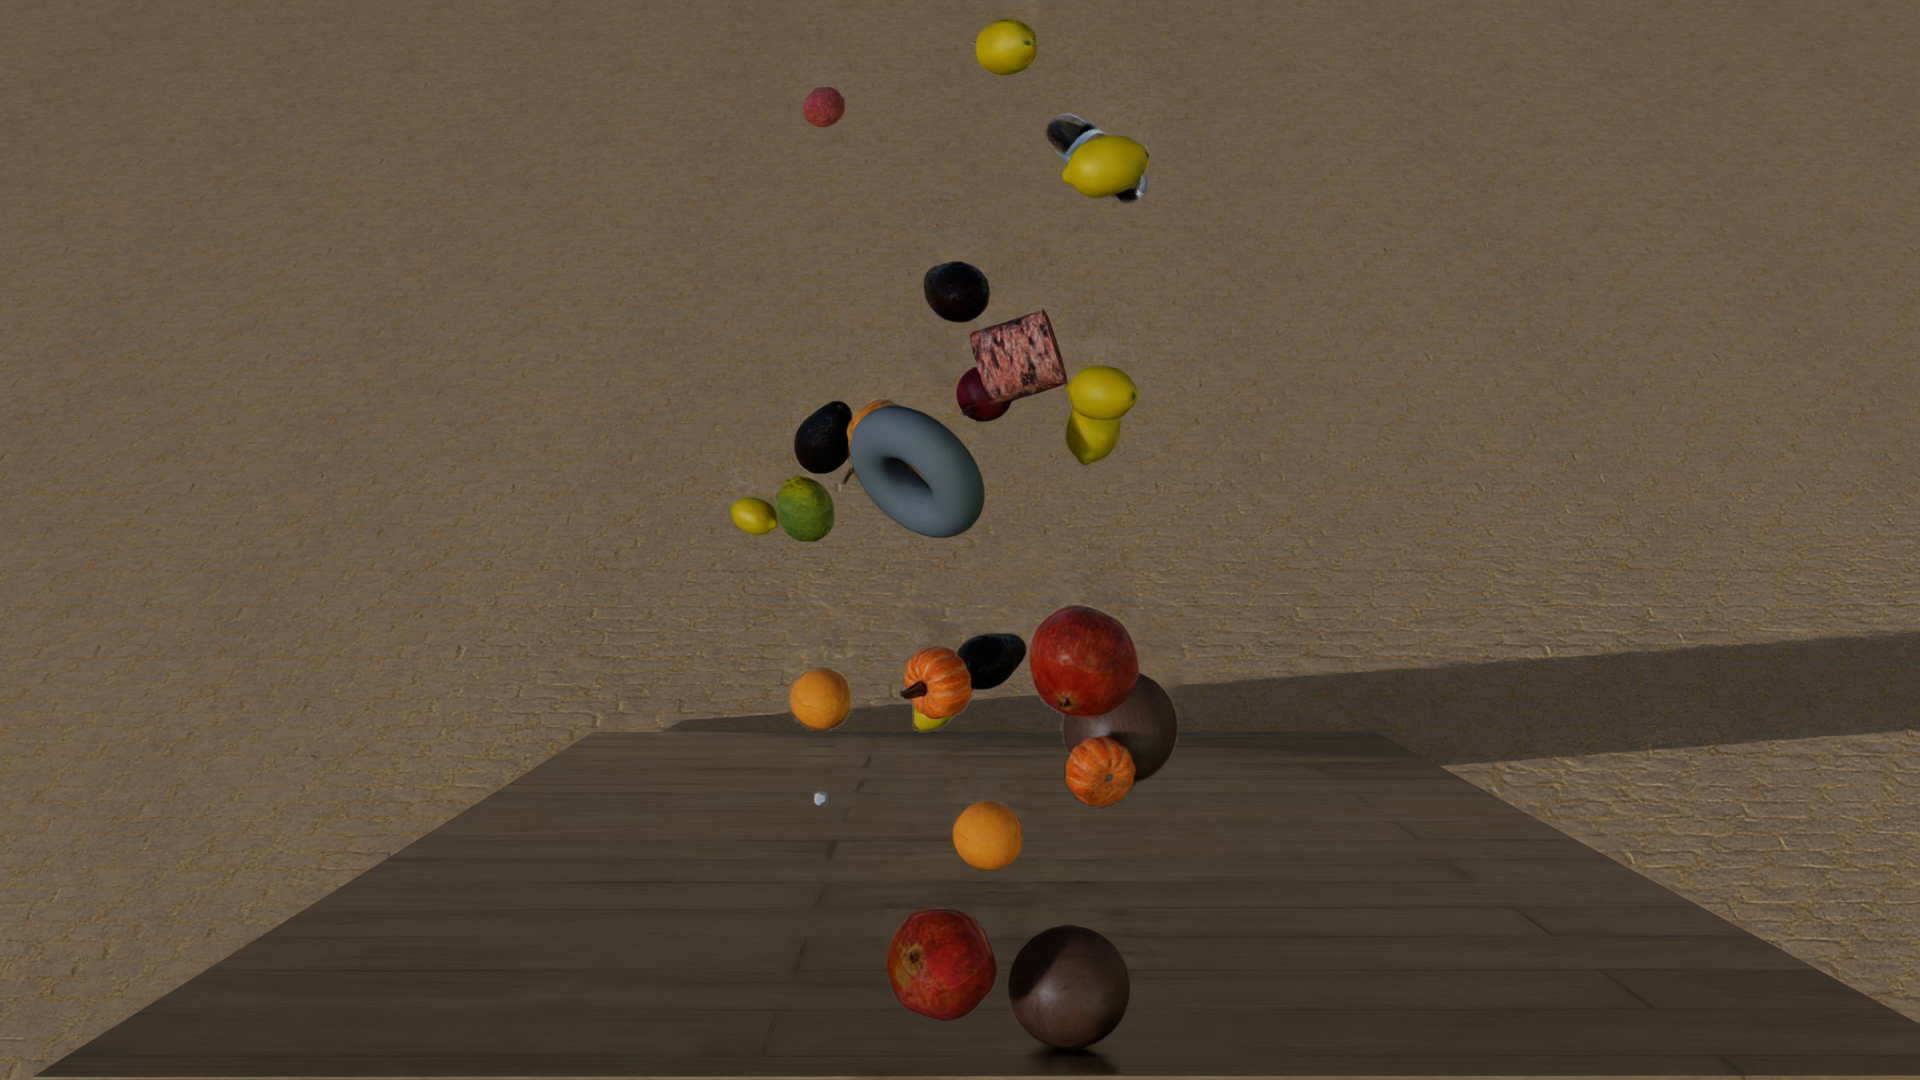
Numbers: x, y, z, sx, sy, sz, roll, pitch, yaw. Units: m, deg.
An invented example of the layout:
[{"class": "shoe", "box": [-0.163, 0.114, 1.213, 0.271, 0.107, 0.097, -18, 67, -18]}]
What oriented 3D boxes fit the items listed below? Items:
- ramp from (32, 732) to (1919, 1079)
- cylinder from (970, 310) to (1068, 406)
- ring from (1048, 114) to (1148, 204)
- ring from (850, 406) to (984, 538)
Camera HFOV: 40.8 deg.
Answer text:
[{"class": "ramp", "box": [0.063, 0.566, 4.605, 2.000, 0.100, 4.000, 0, 1, 0]}, {"class": "cylinder", "box": [0.059, -0.181, 2.570, 0.077, 0.077, 0.077, -17, 27, 7]}, {"class": "ring", "box": [0.125, -0.348, 2.355, 0.108, 0.036, 0.108, 39, 3, -2]}, {"class": "ring", "box": [-0.039, -0.061, 2.326, 0.139, 0.139, 0.046, 20, 52, 33]}]
